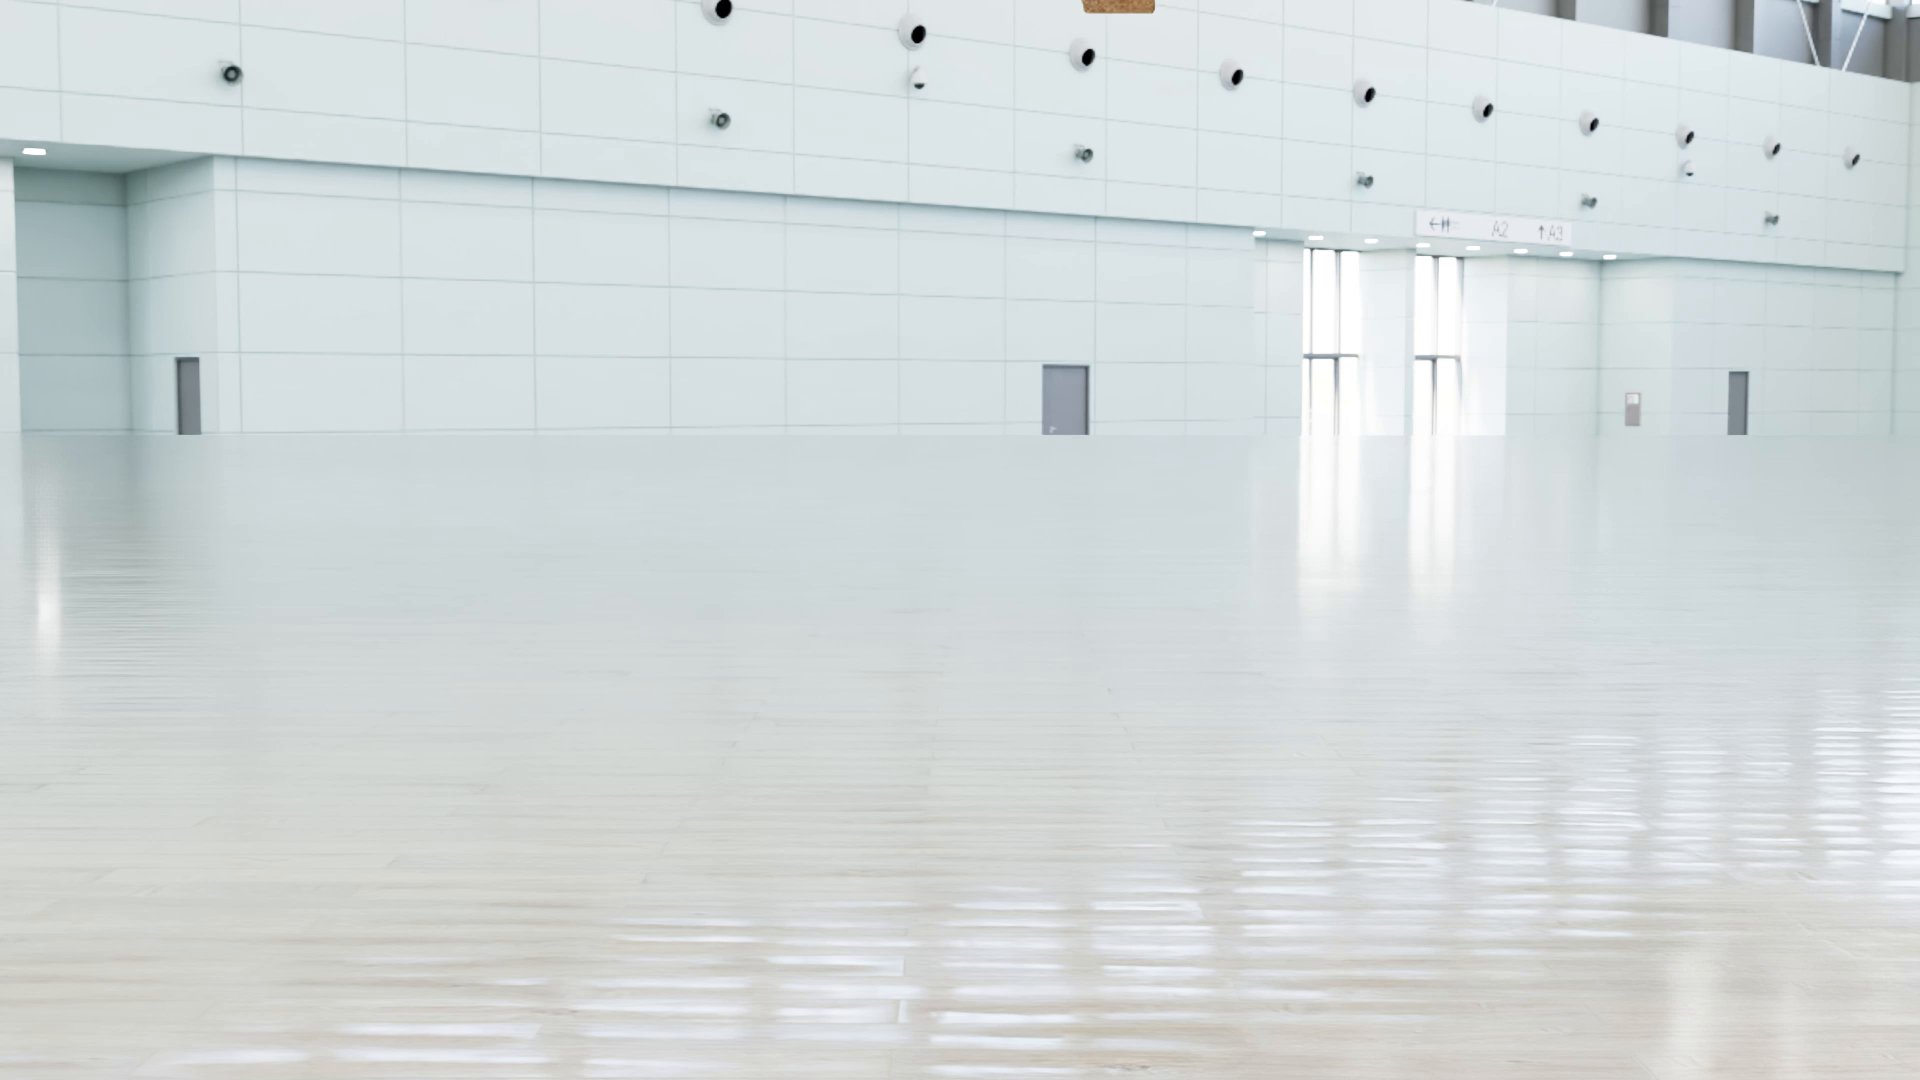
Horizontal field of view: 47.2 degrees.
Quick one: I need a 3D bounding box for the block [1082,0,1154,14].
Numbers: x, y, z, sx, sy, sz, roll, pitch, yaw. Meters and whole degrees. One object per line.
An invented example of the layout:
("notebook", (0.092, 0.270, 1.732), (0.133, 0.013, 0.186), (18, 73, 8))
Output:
("block", (0.578, -2.085, 8.110), (0.255, 0.194, 0.262), (-2, 36, -1))
